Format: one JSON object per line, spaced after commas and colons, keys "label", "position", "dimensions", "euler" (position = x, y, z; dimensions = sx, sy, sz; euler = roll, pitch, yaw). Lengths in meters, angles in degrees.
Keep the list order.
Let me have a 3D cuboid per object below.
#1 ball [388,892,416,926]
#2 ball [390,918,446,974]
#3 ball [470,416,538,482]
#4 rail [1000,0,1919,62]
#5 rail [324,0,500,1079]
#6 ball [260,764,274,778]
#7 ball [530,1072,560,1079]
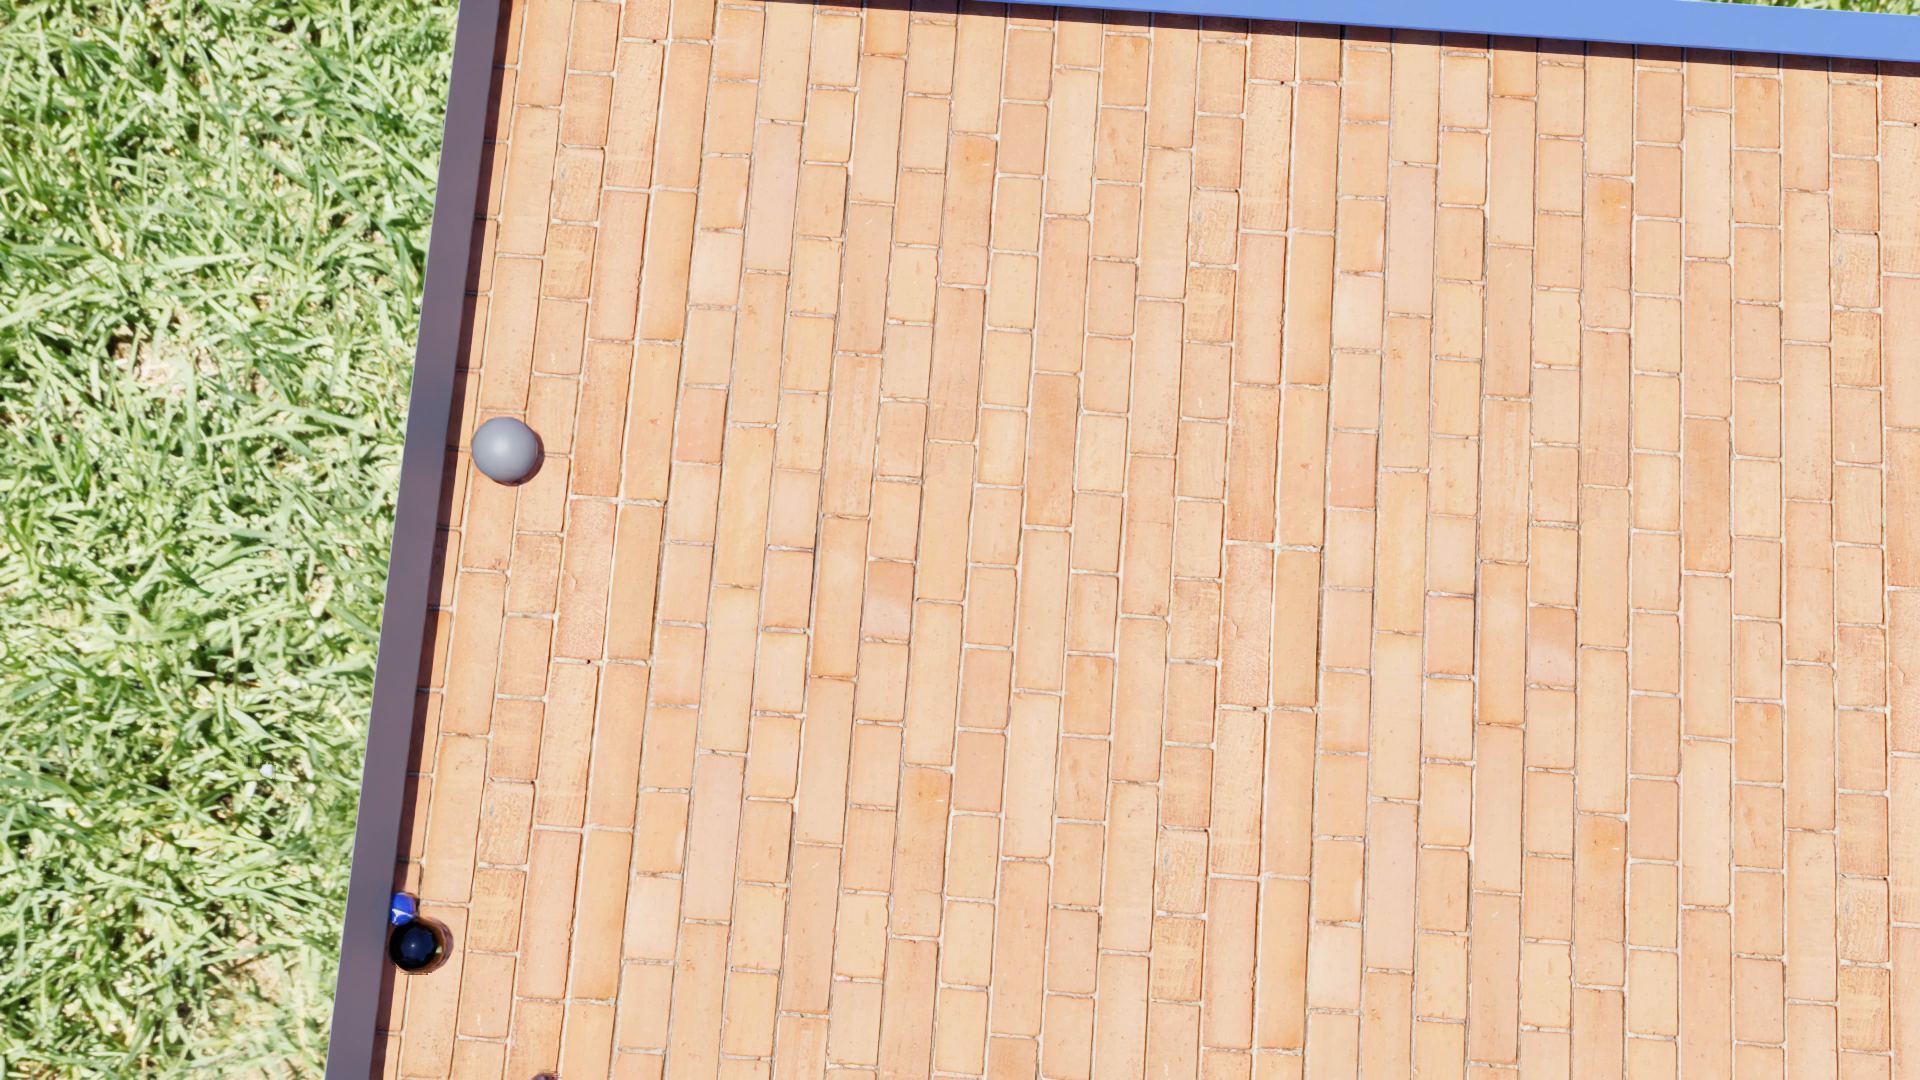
{"label": "ball", "position": [-0.817, 0.536, 3.202], "dimensions": [0.049, 0.049, 0.049], "euler": [0, 78, 0]}
{"label": "ball", "position": [-0.783, 0.585, 3.176], "dimensions": [0.080, 0.080, 0.080], "euler": [0, 78, 0]}
{"label": "ball", "position": [-0.687, -0.138, 3.316], "dimensions": [0.099, 0.099, 0.099], "euler": [0, 78, 0]}
{"label": "rail", "position": [0.886, -0.809, 3.438], "dimensions": [3.303, 0.128, 0.045], "euler": [4, 78, 1]}
{"label": "rail", "position": [-0.800, -0.062, 3.284], "dimensions": [0.045, 0.128, 1.808], "euler": [4, 78, 1]}
{"label": "ball", "position": [-4.925, 1.638, 15.638], "dimensions": [0.097, 0.097, 0.097], "euler": [0, 78, 0]}
{"label": "ball", "position": [-0.594, 0.787, 3.150], "dimensions": [0.050, 0.050, 0.050], "euler": [0, 78, 0]}
